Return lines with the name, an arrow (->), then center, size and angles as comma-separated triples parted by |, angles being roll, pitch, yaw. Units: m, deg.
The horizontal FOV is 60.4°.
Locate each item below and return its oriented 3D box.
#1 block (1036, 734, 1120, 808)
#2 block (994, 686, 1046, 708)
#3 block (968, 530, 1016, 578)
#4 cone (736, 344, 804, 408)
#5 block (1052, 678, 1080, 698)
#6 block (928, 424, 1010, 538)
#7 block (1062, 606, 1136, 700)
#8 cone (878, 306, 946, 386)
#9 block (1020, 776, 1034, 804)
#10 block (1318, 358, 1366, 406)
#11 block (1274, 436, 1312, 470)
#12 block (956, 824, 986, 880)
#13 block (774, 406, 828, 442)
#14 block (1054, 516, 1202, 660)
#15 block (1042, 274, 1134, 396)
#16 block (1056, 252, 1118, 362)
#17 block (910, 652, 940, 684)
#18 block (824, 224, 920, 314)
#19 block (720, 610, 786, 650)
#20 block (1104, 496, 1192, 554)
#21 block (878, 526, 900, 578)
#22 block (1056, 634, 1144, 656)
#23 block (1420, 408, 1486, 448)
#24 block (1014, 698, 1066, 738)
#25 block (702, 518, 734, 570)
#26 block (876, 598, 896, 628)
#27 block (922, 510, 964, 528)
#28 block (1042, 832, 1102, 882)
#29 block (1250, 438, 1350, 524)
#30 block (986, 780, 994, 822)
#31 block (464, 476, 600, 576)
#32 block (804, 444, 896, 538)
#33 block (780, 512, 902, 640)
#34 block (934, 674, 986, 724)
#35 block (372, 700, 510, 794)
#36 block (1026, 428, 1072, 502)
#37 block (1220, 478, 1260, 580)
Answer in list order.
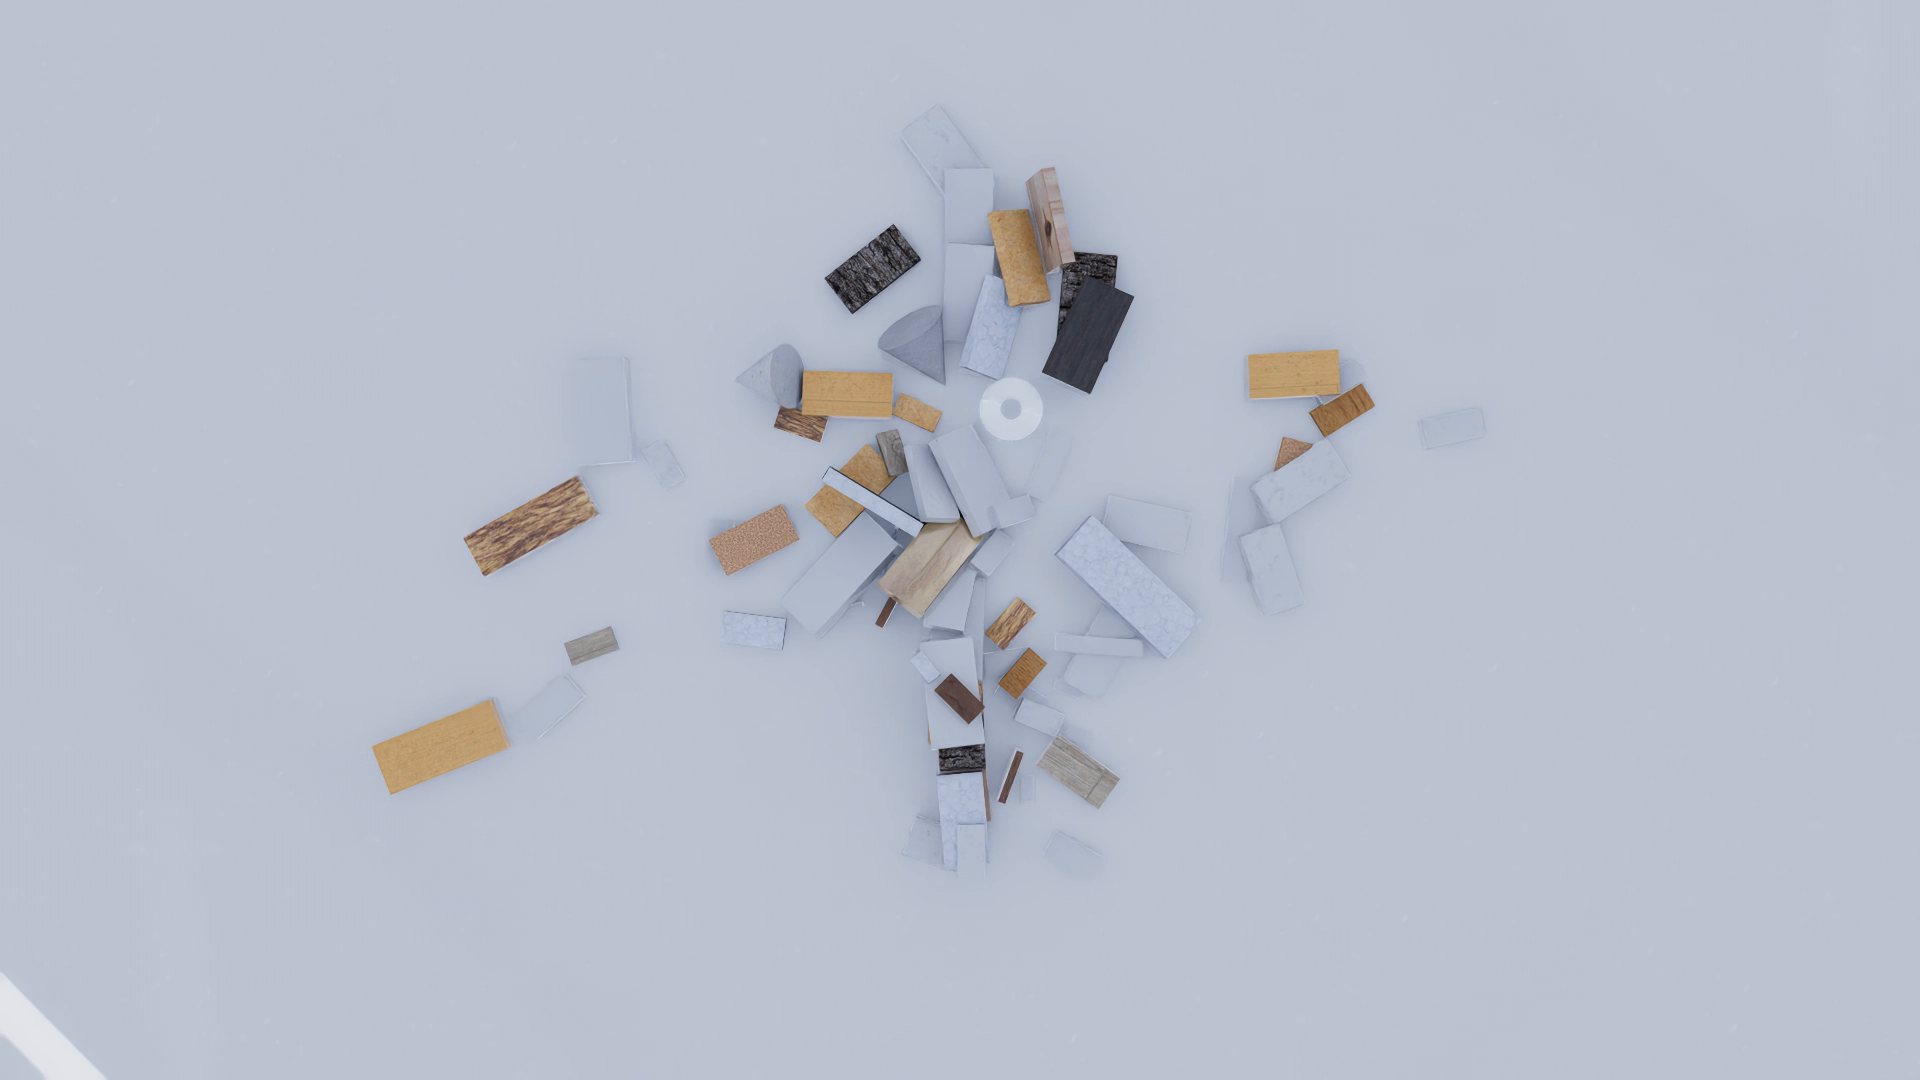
block -> 0.392, 0.769, 5.482 | 0.252, 0.036, 0.126 | 35, 90, 0
block -> 0.202, 0.518, 5.489 | 0.155, 0.022, 0.077 | 32, 90, 0
block -> 0.107, 0.044, 5.445 | 0.079, 0.022, 0.158 | 40, 66, 0
cone -> -0.659, -0.535, 5.452 | 0.214, 0.214, 0.214 | -1, 90, 27
block -> 0.357, 0.492, 5.493 | 0.092, 0.013, 0.046 | 18, 90, 0
block -> 0.045, -0.197, 5.428 | 0.172, 0.049, 0.345 | -26, 90, -38
block -> 0.467, 0.376, 5.474 | 0.138, 0.039, 0.279 | 30, 87, 0
cone -> -0.106, -0.604, 5.446 | 0.243, 0.243, 0.243 | -33, 117, 0
block -> 0.225, 0.831, 5.493 | 0.046, 0.013, 0.092 | -2, 90, 0
block -> 1.255, -0.524, 5.473 | 0.166, 0.023, 0.083 | -31, 69, 1
block -> 1.098, -0.237, 5.486 | 0.097, 0.028, 0.194 | 15, 90, 0
block -> 0.037, 1.014, 5.367 | 0.089, 0.025, 0.178 | -1, 90, 0
block -> -0.529, -0.388, 5.488 | 0.163, 0.023, 0.081 | 19, 90, 0
block -> 0.554, 0.156, 5.435 | 0.506, 0.050, 0.176 | 43, 80, -6
block -> 0.419, -0.673, 5.426 | 0.176, 0.050, 0.352 | 24, 90, 0
block -> 0.419, -0.775, 5.475 | 0.175, 0.049, 0.349 | 5, 90, 0
block -> -0.112, 0.409, 5.298 | 0.048, 0.014, 0.096 | -39, 82, -7
block -> -0.290, -0.900, 5.479 | 0.292, 0.041, 0.146 | -38, 90, 0
block -> -0.686, 0.300, 5.485 | 0.206, 0.029, 0.103 | 7, 90, 0
block -> 0.618, -0.051, 5.480 | 0.276, 0.039, 0.138 | 12, 90, 0
block -> -0.234, 0.038, 5.476 | 0.014, 0.048, 0.184 | 18, 90, 0
block -> 0.460, 0.349, 5.447 | 0.286, 0.015, 0.054 | 4, 87, -1
block -> 1.641, -0.373, 5.486 | 0.194, 0.028, 0.097 | -12, 90, 0
block -> 0.262, 0.588, 5.469 | 0.157, 0.022, 0.079 | 24, 92, -14
block -> -0.803, 0.015, 5.488 | 0.081, 0.023, 0.163 | 8, 90, 0
block -> -0.217, 0.191, 5.448 | 0.029, 0.103, 0.206 | 28, 90, 0
block -> -0.071, -0.059, 5.489 | 0.160, 0.023, 0.080 | -29, 90, 0
block -> 0.376, 1.053, 5.487 | 0.178, 0.025, 0.089 | 29, 90, 0
block -> 1.126, -0.194, 5.452 | 0.292, 0.041, 0.146 | -33, 90, 0
block -> 0.030, 0.819, 5.482 | 0.126, 0.036, 0.252 | -11, 90, 0
block -> -1.423, -0.046, 5.479 | 0.428, 0.042, 0.148 | -29, 89, 0
block -> -0.360, -0.164, 5.479 | 0.148, 0.042, 0.295 | 45, 90, 0
block -> -0.392, 0.116, 5.441 | 0.409, 0.049, 0.175 | -47, 66, 0
block -> 0.000, 0.508, 5.276 | 0.155, 0.022, 0.077 | 44, 82, 7
block -> -1.721, 0.686, 5.476 | 0.417, 0.049, 0.172 | -22, 90, 0
block -> 0.297, -0.249, 5.489 | 0.080, 0.023, 0.230 | 22, 90, 0
block -> 0.931, -0.036, 5.488 | 0.083, 0.023, 0.337 | 7, 90, 0
